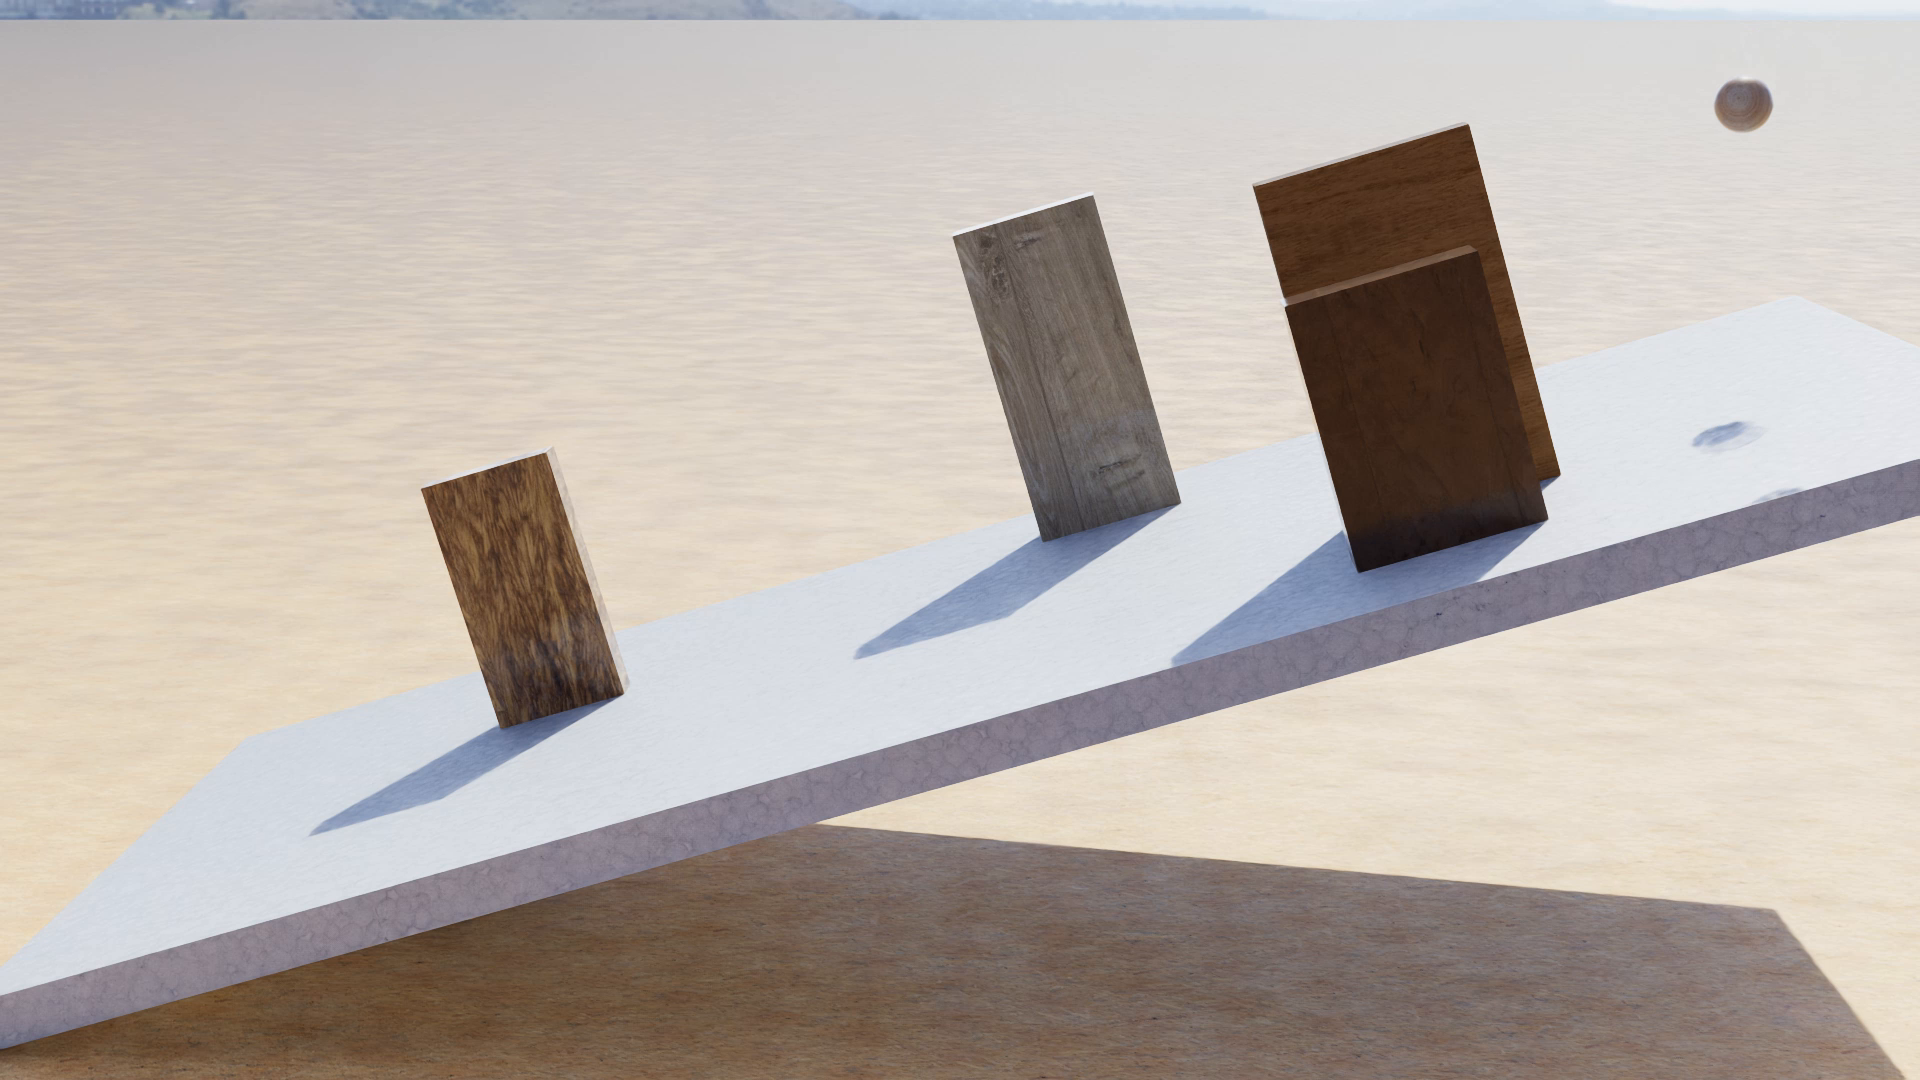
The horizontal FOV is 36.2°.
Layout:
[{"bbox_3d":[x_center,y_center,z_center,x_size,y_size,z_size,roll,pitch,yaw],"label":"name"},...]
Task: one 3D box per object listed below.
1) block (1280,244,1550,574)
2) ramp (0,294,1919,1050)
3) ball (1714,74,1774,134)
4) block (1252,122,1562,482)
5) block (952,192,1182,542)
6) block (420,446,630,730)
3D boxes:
[{"bbox_3d":[0.863,-0.249,5.598,0.373,0.530,0.127,-16,10,5],"label":"block"},{"bbox_3d":[0.091,0.187,6.320,4.000,0.100,2.000,-16,10,5],"label":"ramp"},{"bbox_3d":[1.671,-0.930,6.273,0.123,0.123,0.123,0,11,0],"label":"ball"},{"bbox_3d":[0.898,-0.424,5.916,0.436,0.730,0.088,-16,10,5],"label":"block"},{"bbox_3d":[0.250,-0.402,6.839,0.336,0.743,0.118,-16,10,5],"label":"block"},{"bbox_3d":[-0.967,0.106,6.566,0.292,0.569,0.096,-16,10,5],"label":"block"}]
